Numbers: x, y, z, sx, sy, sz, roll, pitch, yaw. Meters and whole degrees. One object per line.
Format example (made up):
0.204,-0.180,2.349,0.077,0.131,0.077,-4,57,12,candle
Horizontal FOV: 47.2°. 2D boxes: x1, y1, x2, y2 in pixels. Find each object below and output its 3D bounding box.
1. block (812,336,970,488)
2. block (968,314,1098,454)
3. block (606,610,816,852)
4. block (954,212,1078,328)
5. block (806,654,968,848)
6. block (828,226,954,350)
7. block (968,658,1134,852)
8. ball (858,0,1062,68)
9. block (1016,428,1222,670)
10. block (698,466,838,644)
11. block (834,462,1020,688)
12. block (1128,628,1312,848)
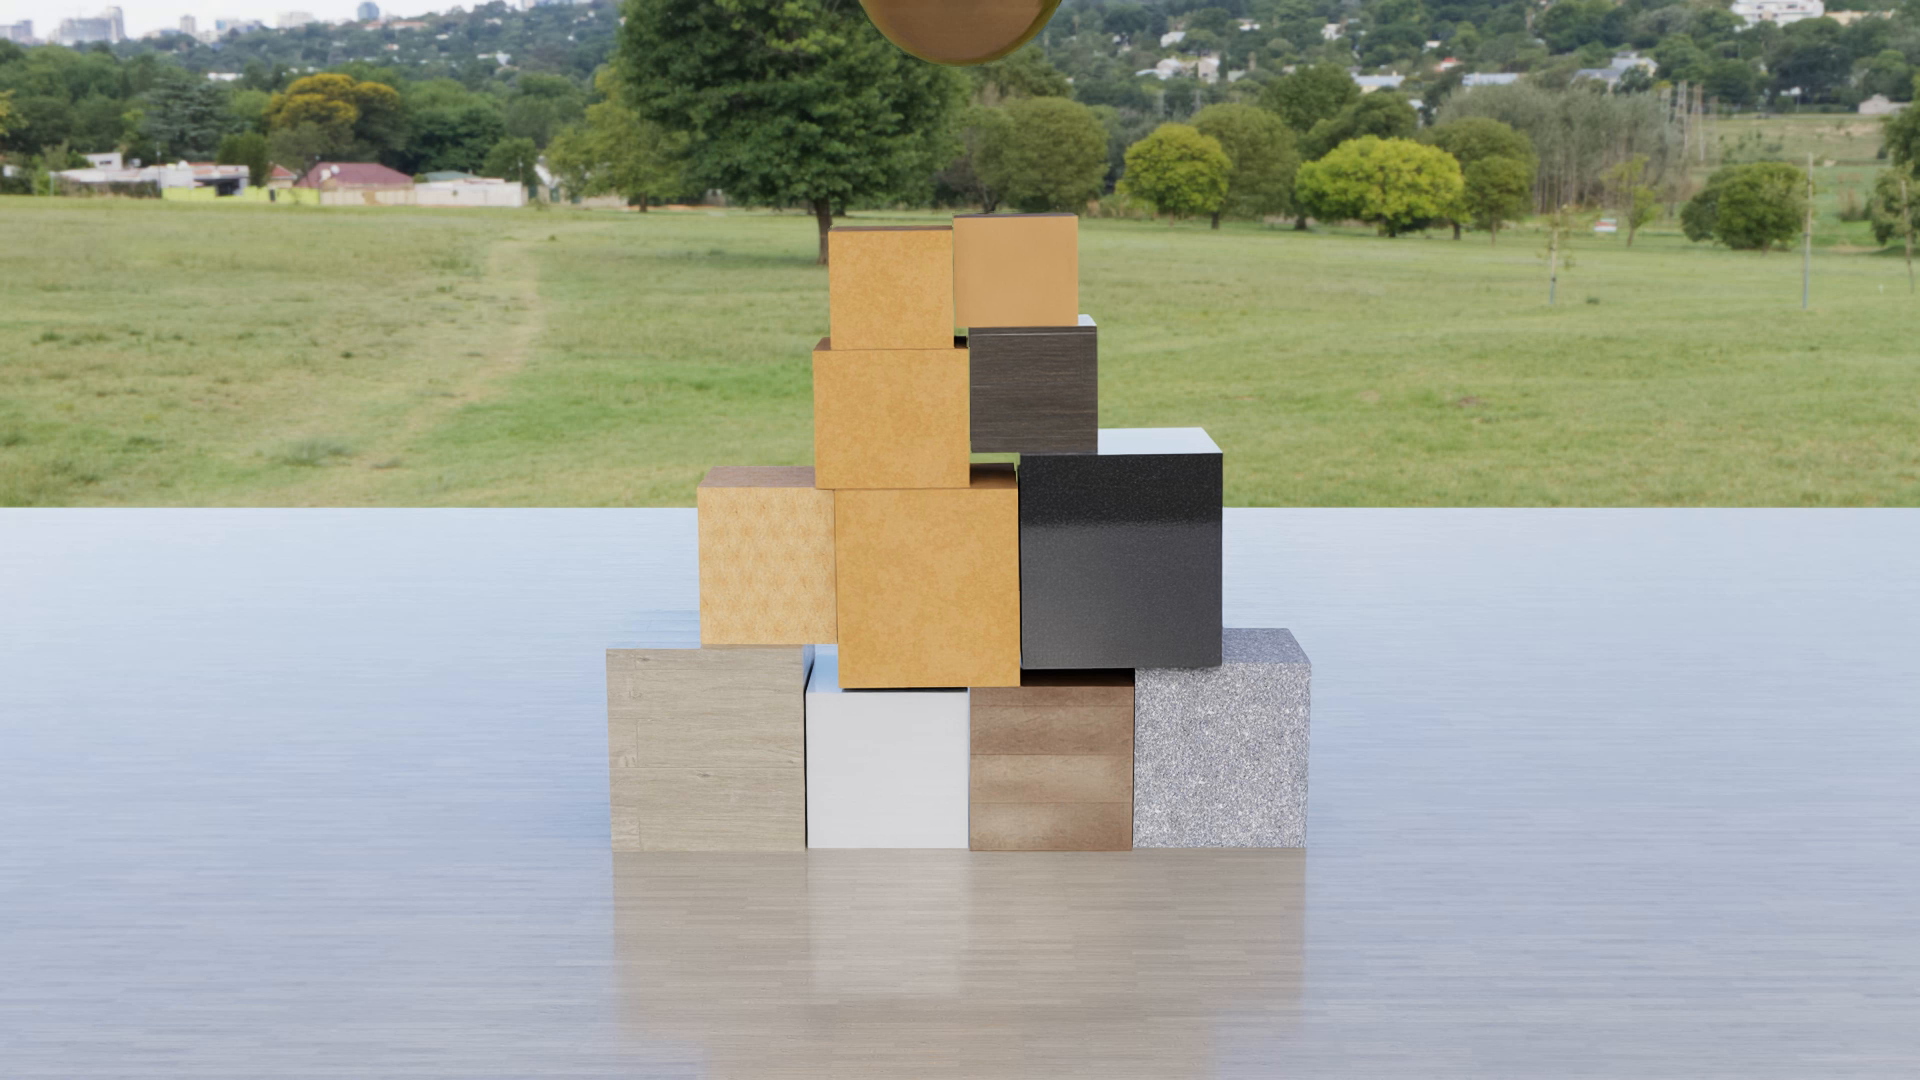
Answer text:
-0.332,-0.653,11.045,0.752,0.674,0.742,-1,10,0,block
0.358,-0.793,11.034,0.621,0.610,0.706,-1,10,0,block
-1.258,0.963,11.362,0.968,1.040,0.925,0,10,0,block
0.271,-1.351,10.942,0.599,0.524,0.577,-1,10,0,block
-0.363,1.079,11.388,0.803,0.803,0.832,0,10,0,block
-0.331,-1.266,10.949,0.596,0.567,0.672,-1,10,0,block
0.454,1.059,11.371,0.811,0.848,0.905,0,10,0,block
0.000,-4.184,15.659,1.600,1.600,1.600,0,10,0,ball
0.788,0.022,11.180,0.980,1.059,0.960,-1,10,0,block
-0.949,0.064,11.205,0.678,0.786,0.731,0,10,0,block
-0.157,0.162,11.195,0.895,0.985,0.891,-1,10,0,block
1.306,1.007,11.370,0.873,0.951,0.800,0,10,0,block
